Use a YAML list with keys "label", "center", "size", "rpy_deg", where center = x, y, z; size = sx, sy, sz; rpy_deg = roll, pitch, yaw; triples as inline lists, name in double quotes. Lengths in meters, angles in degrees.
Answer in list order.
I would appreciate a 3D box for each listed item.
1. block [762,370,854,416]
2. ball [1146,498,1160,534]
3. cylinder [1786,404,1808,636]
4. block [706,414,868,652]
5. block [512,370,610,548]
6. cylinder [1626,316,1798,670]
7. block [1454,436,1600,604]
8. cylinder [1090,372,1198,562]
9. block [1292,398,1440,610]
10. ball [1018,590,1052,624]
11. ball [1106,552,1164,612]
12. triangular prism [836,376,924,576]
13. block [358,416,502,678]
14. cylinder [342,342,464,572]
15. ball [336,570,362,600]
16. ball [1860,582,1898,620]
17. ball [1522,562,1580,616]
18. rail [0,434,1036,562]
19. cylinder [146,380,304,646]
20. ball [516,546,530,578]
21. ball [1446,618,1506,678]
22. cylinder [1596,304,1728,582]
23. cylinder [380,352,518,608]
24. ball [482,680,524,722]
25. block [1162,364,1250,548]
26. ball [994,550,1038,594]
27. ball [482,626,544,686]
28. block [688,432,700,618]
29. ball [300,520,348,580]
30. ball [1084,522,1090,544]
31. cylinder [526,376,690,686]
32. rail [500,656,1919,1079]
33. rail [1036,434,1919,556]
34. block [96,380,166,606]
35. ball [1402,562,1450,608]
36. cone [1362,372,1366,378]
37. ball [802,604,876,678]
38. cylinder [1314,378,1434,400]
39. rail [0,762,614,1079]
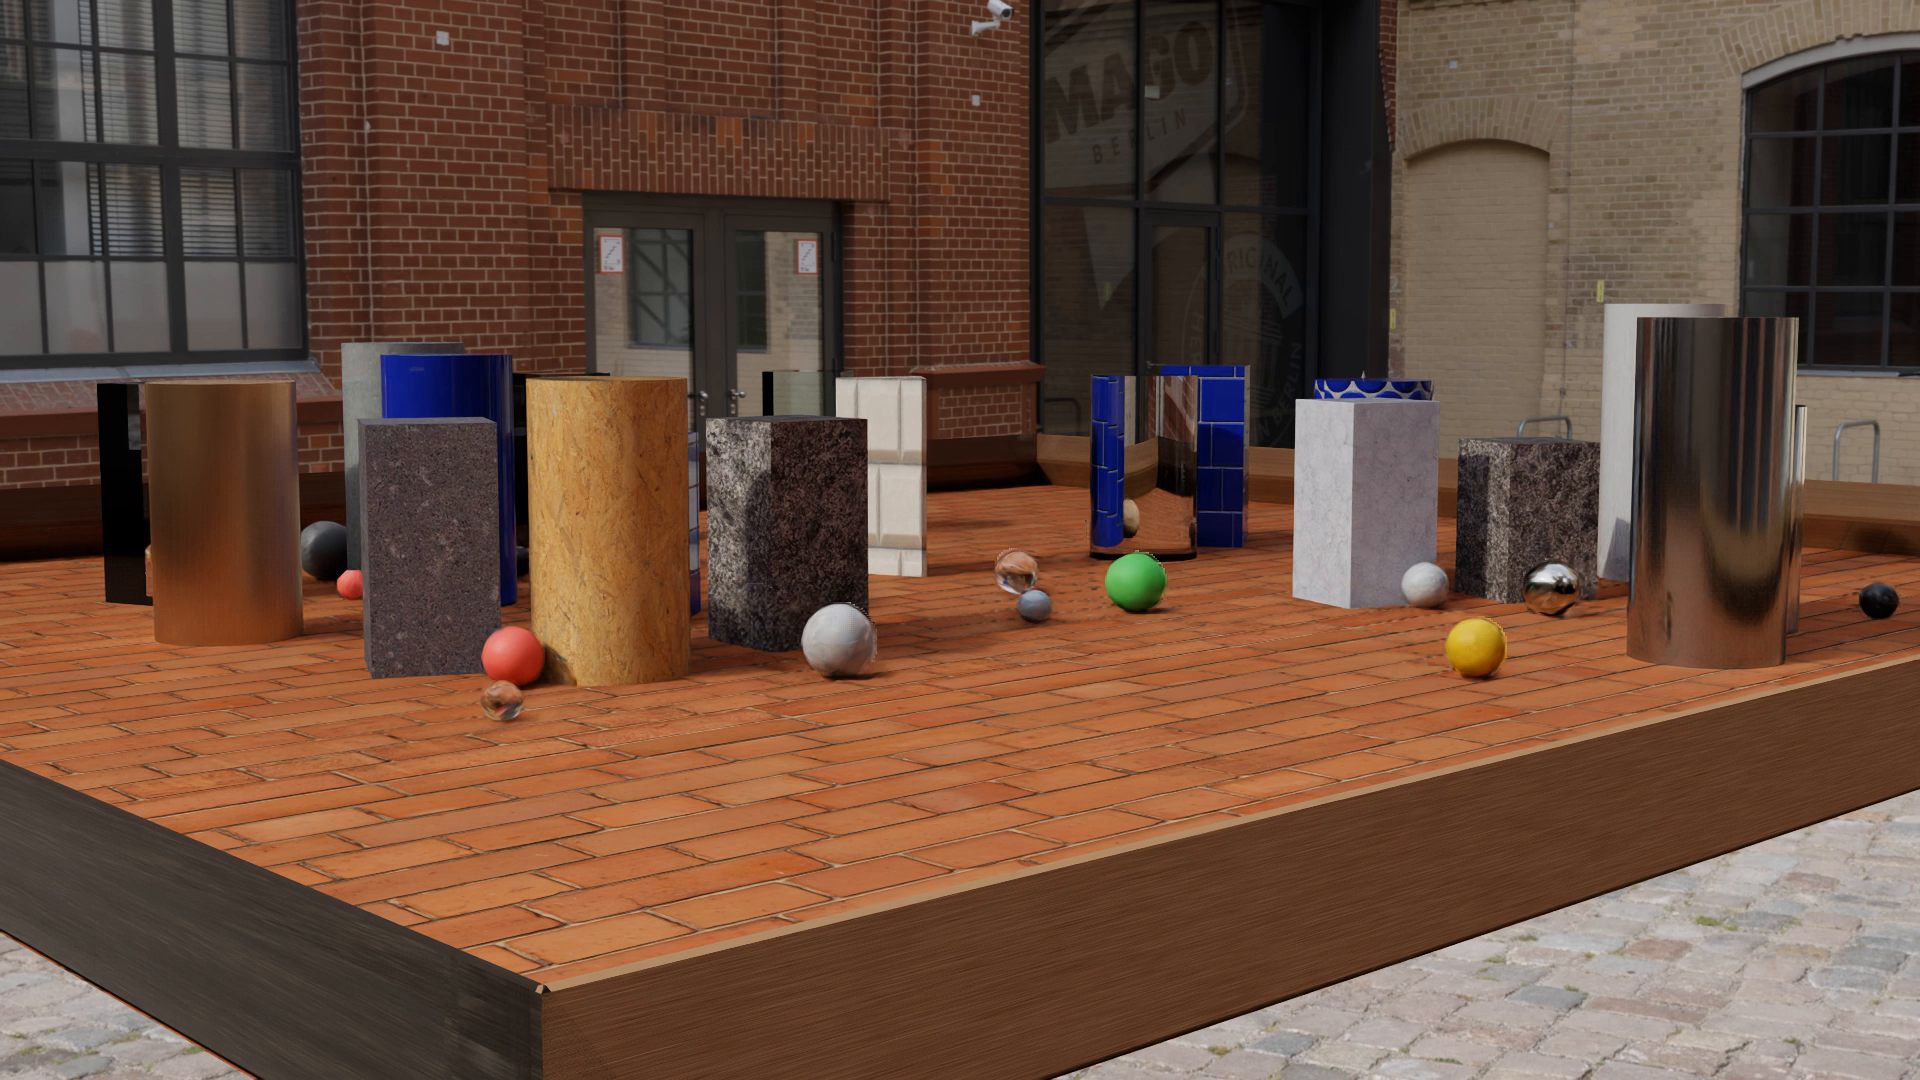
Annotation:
- label: "block"
  center: [-0.299, -0.174, 4.370]
  size: [0.155, 0.323, 0.155]
  rpy_deg: [1, 6, 7]
- label: "ball"
  center: [0.407, -0.047, 4.346]
  size: [0.076, 0.076, 0.076]
  rpy_deg: [0, 6, 0]
- label: "cylinder"
  center: [1.075, -0.033, 3.074]
  size: [0.194, 0.312, 0.194]
  rpy_deg: [0, 6, 0]
- label: "block"
  center: [-0.232, -0.014, 2.952]
  size: [0.155, 0.299, 0.155]
  rpy_deg: [-5, 8, -39]
- label: "block"
  center: [-0.770, -0.154, 4.169]
  size: [0.155, 0.325, 0.155]
  rpy_deg: [-6, 8, -44]
- label: "cylinder"
  center: [0.956, -0.065, 2.800]
  size: [0.194, 0.434, 0.194]
  rpy_deg: [0, 6, 0]
- label: "block"
  center: [0.880, -0.034, 3.418]
  size: [0.155, 0.242, 0.155]
  rpy_deg: [-2, 6, -17]
- label: "cylinder"
  center: [0.331, -0.134, 3.958]
  size: [0.194, 0.328, 0.194]
  rpy_deg: [0, 6, 0]
- label: "block"
  center: [0.619, -0.060, 3.361]
  size: [0.155, 0.307, 0.155]
  rpy_deg: [-3, 7, -24]
- label: "ball"
  center: [0.106, 0.095, 3.126]
  size: [0.048, 0.048, 0.048]
  rpy_deg: [0, 6, 0]
- label: "ball"
  center: [0.258, 0.063, 3.241]
  size: [0.087, 0.087, 0.087]
  rpy_deg: [0, 6, 0]
- label: "triangular prism"
  center: [-0.103, -0.113, 3.754]
  size: [0.168, 0.330, 0.145]
  rpy_deg: [3, 7, 25]
- label: "block"
  center: [-0.661, 0.005, 2.738]
  size: [0.155, 0.307, 0.155]
  rpy_deg: [-2, 6, -18]
- label: "cylinder"
  center: [-0.898, -0.124, 3.569]
  size: [0.194, 0.390, 0.194]
  rpy_deg: [0, 6, 0]
- label: "ball"
  center: [-0.932, 0.069, 3.376]
  size: [0.047, 0.047, 0.047]
  rpy_deg: [0, 6, 0]
- label: "ball"
  center: [1.324, 0.088, 3.169]
  size: [0.053, 0.053, 0.053]
  rpy_deg: [0, 6, 0]
- label: "ball"
  center: [0.860, 0.071, 3.201]
  size: [0.080, 0.080, 0.080]
  rpy_deg: [0, 6, 0]
- label: "rail"
  center: [-1.042, -0.085, 4.455]
  size: [3.415, 0.126, 0.045]
  rpy_deg: [-6, 8, -42]
- label: "cylinder"
  center: [-0.998, -0.041, 2.989]
  size: [0.194, 0.347, 0.194]
  rpy_deg: [0, 6, 0]
- label: "ball"
  center: [-0.736, 0.037, 3.663]
  size: [0.051, 0.051, 0.051]
  rpy_deg: [0, 6, 0]
- label: "ball"
  center: [0.626, 0.131, 2.670]
  size: [0.071, 0.071, 0.071]
  rpy_deg: [0, 6, 0]
- label: "cylinder"
  center: [1.160, -0.163, 3.640]
  size: [0.194, 0.453, 0.194]
  rpy_deg: [0, 6, 0]
- label: "cylinder"
  center: [-0.771, -0.091, 3.321]
  size: [0.194, 0.377, 0.194]
  rpy_deg: [0, 6, 0]
- label: "ball"
  center: [-0.496, 0.174, 2.384]
  size: [0.044, 0.044, 0.044]
  rpy_deg: [0, 6, 0]
- label: "block"
  center: [0.468, -0.163, 4.192]
  size: [0.155, 0.338, 0.155]
  rpy_deg: [1, 6, 11]
- label: "ball"
  center: [0.089, 0.050, 3.447]
  size: [0.069, 0.069, 0.069]
  rpy_deg: [0, 6, 0]
- label: "ball"
  center: [-0.529, 0.138, 2.599]
  size: [0.071, 0.071, 0.071]
  rpy_deg: [0, 6, 0]
- label: "block"
  center: [-0.469, -0.019, 3.164]
  size: [0.155, 0.265, 0.155]
  rpy_deg: [1, 6, 7]
- label: "ball"
  center: [-1.050, 0.016, 3.638]
  size: [0.097, 0.097, 0.097]
  rpy_deg: [0, 6, 0]
- label: "ball"
  center: [0.262, -0.014, 4.119]
  size: [0.058, 0.058, 0.058]
  rpy_deg: [0, 6, 0]
- label: "cylinder"
  center: [-0.428, -0.016, 2.684]
  size: [0.194, 0.361, 0.194]
  rpy_deg: [0, 6, 0]
- label: "rail"
  center: [1.042, 0.151, 2.209]
  size: [3.415, 0.126, 0.045]
  rpy_deg: [-6, 8, -42]
- label: "rail"
  center: [1.238, -0.086, 4.468]
  size: [0.045, 0.126, 3.122]
  rpy_deg: [-6, 8, -42]
- label: "block"
  center: [-1.198, -0.074, 3.370]
  size: [0.155, 0.333, 0.155]
  rpy_deg: [3, 7, 25]
- label: "ball"
  center: [0.695, 0.068, 3.282]
  size: [0.069, 0.069, 0.069]
  rpy_deg: [0, 6, 0]
- label: "cone"
  center: [0.710, -0.131, 3.883]
  size: [0.194, 0.338, 0.194]
  rpy_deg: [0, 6, 0]
- label: "ball"
  center: [-0.147, 0.122, 2.664]
  size: [0.090, 0.090, 0.090]
  rpy_deg: [0, 6, 0]
- label: "cylinder"
  center: [0.677, -0.098, 3.611]
  size: [0.194, 0.330, 0.194]
  rpy_deg: [0, 6, 0]
- label: "rail"
  center: [-1.238, 0.152, 2.196]
  size: [0.045, 0.126, 3.122]
  rpy_deg: [-6, 8, -42]
